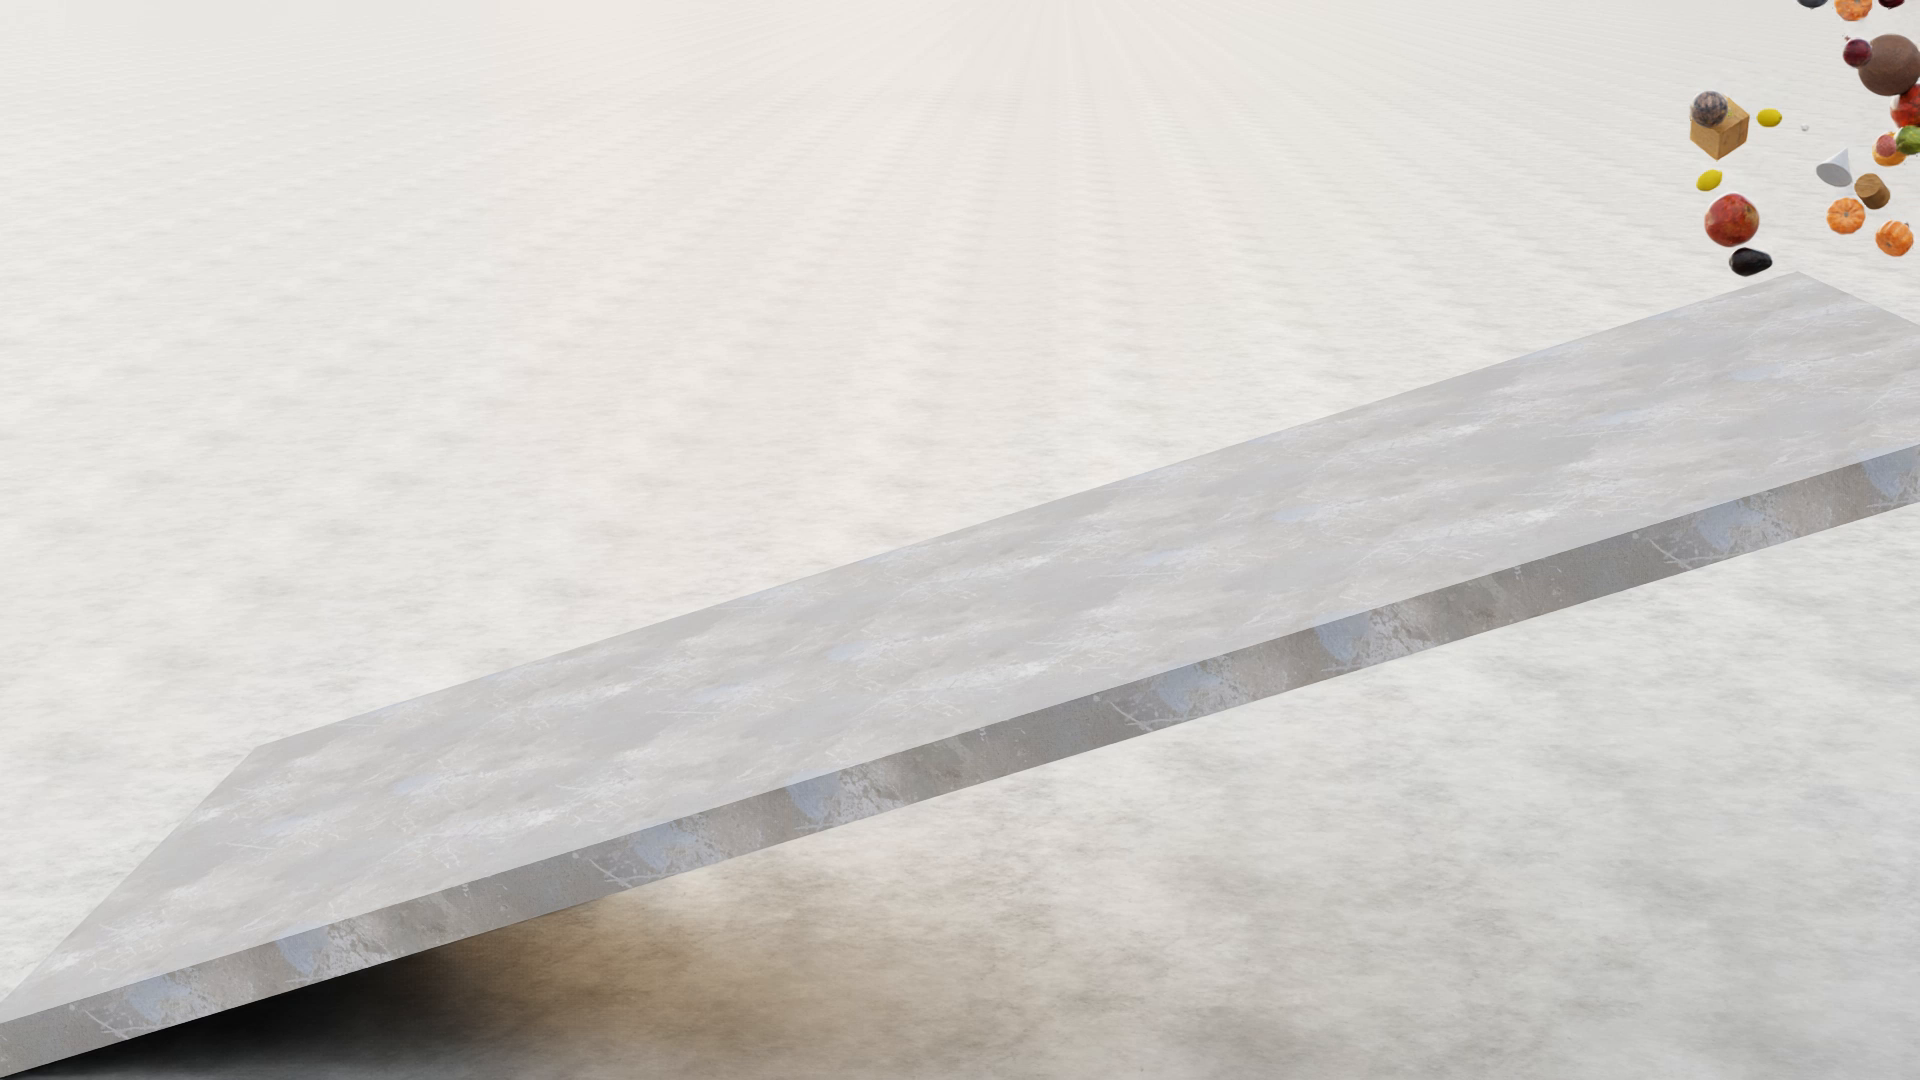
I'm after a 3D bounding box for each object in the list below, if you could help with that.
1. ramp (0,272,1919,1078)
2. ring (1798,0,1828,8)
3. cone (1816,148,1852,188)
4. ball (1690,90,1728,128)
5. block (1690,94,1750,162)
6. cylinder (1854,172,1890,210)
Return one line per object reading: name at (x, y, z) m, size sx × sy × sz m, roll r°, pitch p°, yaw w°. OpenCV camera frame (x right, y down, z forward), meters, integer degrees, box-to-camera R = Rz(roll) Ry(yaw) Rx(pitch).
ramp at (0.100, 0.183, 6.311) m, size 4.000 × 0.100 × 2.000 m, roll -17°, pitch 10°, yaw 5°
ring at (1.722, -1.111, 5.934) m, size 0.077 × 0.077 × 0.026 m, roll 1°, pitch 21°, yaw 6°
cone at (1.845, -0.794, 6.161) m, size 0.078 × 0.078 × 0.078 m, roll 26°, pitch -20°, yaw 11°
ball at (1.536, -0.884, 6.031) m, size 0.077 × 0.077 × 0.077 m, roll 0°, pitch 11°, yaw 0°
block at (1.578, -0.858, 6.113) m, size 0.082 × 0.082 × 0.082 m, roll -33°, pitch 57°, yaw -13°
cylinder at (1.825, -0.697, 5.883) m, size 0.054 × 0.054 × 0.054 m, roll 10°, pitch -15°, yaw 42°
